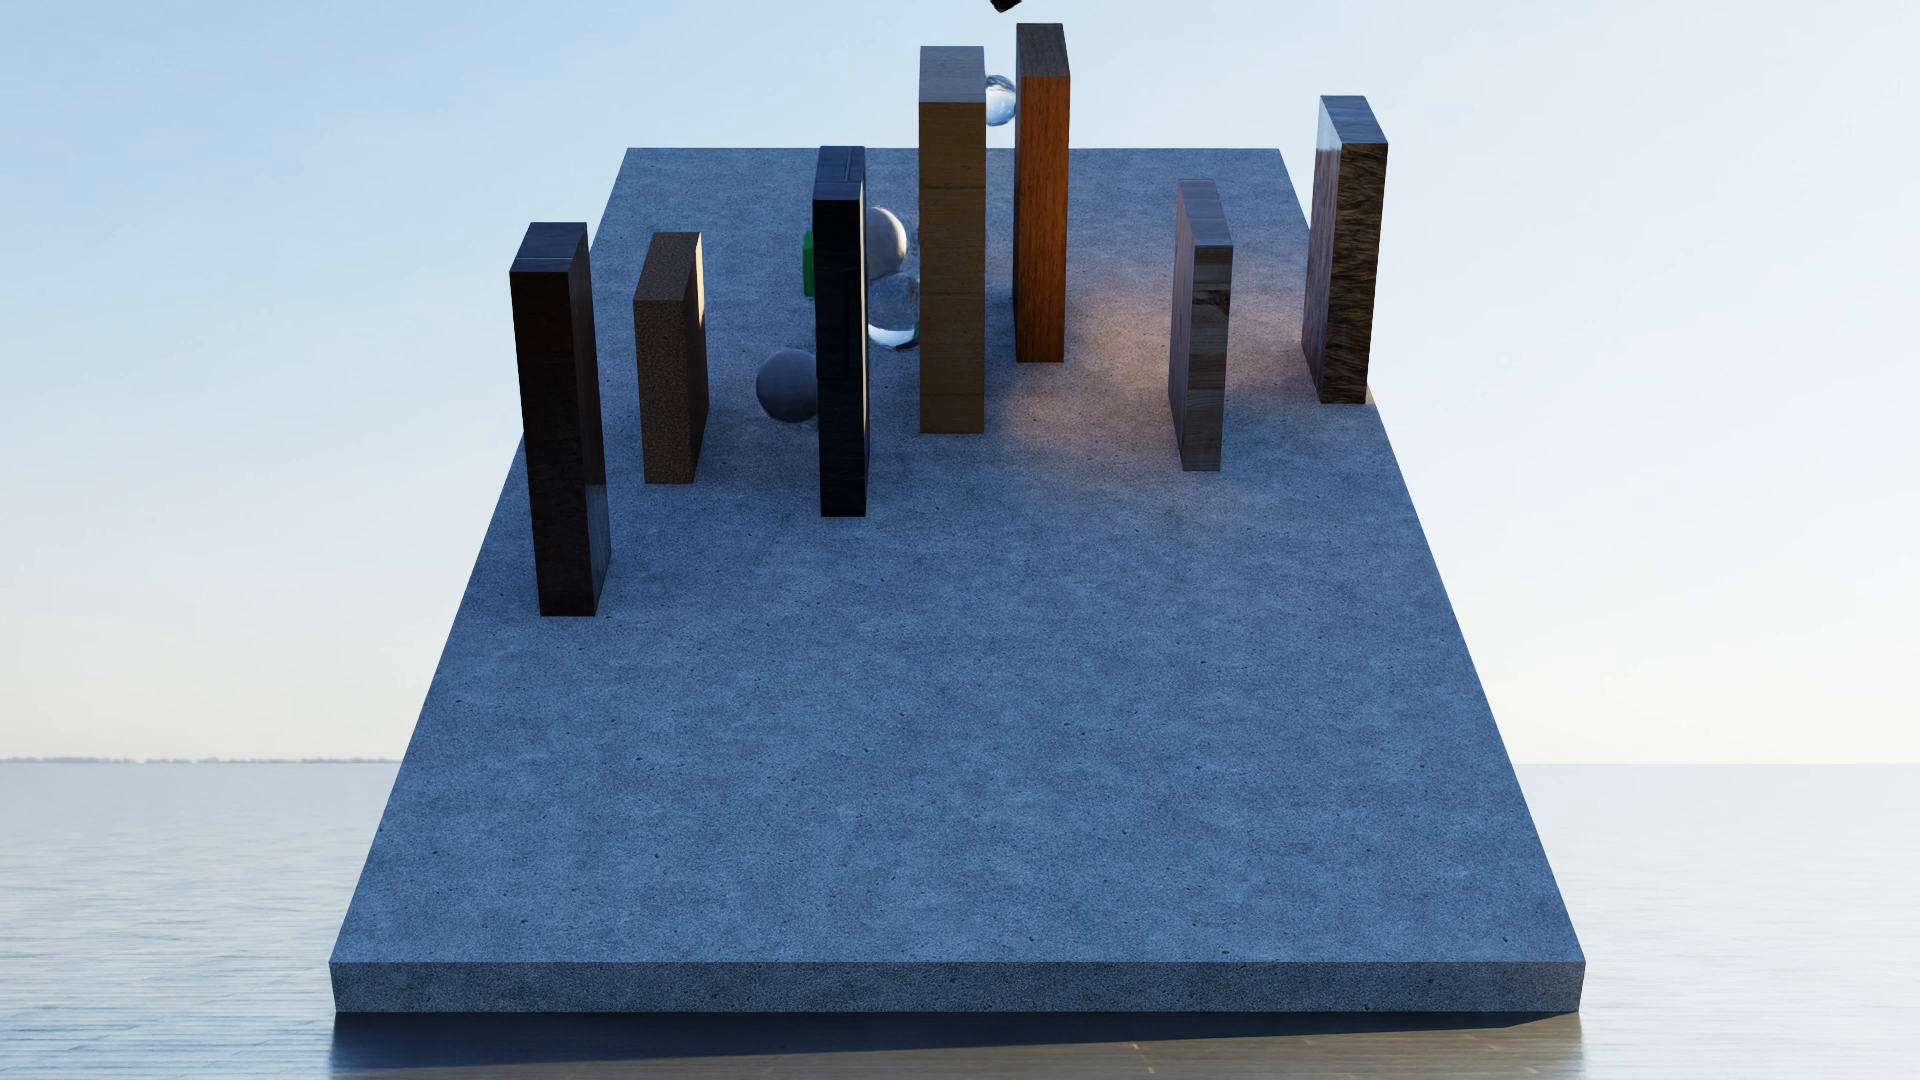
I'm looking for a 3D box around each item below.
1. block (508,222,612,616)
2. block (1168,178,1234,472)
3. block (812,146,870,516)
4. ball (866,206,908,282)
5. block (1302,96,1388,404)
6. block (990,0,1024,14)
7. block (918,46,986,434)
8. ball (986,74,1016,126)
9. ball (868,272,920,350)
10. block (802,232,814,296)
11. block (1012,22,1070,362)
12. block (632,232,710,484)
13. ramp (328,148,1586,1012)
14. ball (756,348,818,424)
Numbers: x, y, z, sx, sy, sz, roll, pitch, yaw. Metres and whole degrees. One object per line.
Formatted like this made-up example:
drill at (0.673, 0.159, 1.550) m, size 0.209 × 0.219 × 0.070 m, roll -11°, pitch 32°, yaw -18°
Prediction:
block at (-0.783, -0.234, 4.707) m, size 0.109 × 0.735 × 0.263 m, roll 0°, pitch 28°, yaw 0°
block at (0.542, -0.492, 5.411) m, size 0.082 × 0.538 × 0.424 m, roll 0°, pitch 28°, yaw 0°
block at (-0.252, -0.448, 5.130) m, size 0.096 × 0.720 × 0.339 m, roll 0°, pitch 28°, yaw 0°
ball at (-0.230, -0.754, 6.075) m, size 0.190 × 0.190 × 0.190 m, roll 0°, pitch -5°, yaw 0°
block at (0.911, -0.692, 5.678) m, size 0.106 × 0.644 × 0.356 m, roll 0°, pitch 28°, yaw 0°
block at (0.129, -1.603, 6.614) m, size 0.167 × 0.167 × 0.167 m, roll -24°, pitch -30°, yaw 17°
block at (-0.018, -0.695, 5.522) m, size 0.147 × 0.791 × 0.426 m, roll 0°, pitch 28°, yaw 0°
ball at (0.100, -1.267, 6.879) m, size 0.149 × 0.149 × 0.149 m, roll 0°, pitch -5°, yaw 0°
ball at (-0.155, -0.567, 5.917) m, size 0.194 × 0.194 × 0.194 m, roll 0°, pitch -5°, yaw 0°
block at (-0.344, -0.728, 6.287) m, size 0.131 × 0.131 × 0.131 m, roll 0°, pitch 28°, yaw 0°
block at (0.198, -0.863, 5.911) m, size 0.116 × 0.724 × 0.449 m, roll 0°, pitch 28°, yaw 0°
block at (-0.645, -0.413, 5.364) m, size 0.107 × 0.438 × 0.410 m, roll 0°, pitch 28°, yaw 0°
ramp at (-0.011, -0.223, 5.582) m, size 2.000 × 0.100 × 4.000 m, roll 0°, pitch 28°, yaw 0°
ball at (-0.381, -0.352, 5.438) m, size 0.170 × 0.170 × 0.170 m, roll 0°, pitch -5°, yaw 0°
